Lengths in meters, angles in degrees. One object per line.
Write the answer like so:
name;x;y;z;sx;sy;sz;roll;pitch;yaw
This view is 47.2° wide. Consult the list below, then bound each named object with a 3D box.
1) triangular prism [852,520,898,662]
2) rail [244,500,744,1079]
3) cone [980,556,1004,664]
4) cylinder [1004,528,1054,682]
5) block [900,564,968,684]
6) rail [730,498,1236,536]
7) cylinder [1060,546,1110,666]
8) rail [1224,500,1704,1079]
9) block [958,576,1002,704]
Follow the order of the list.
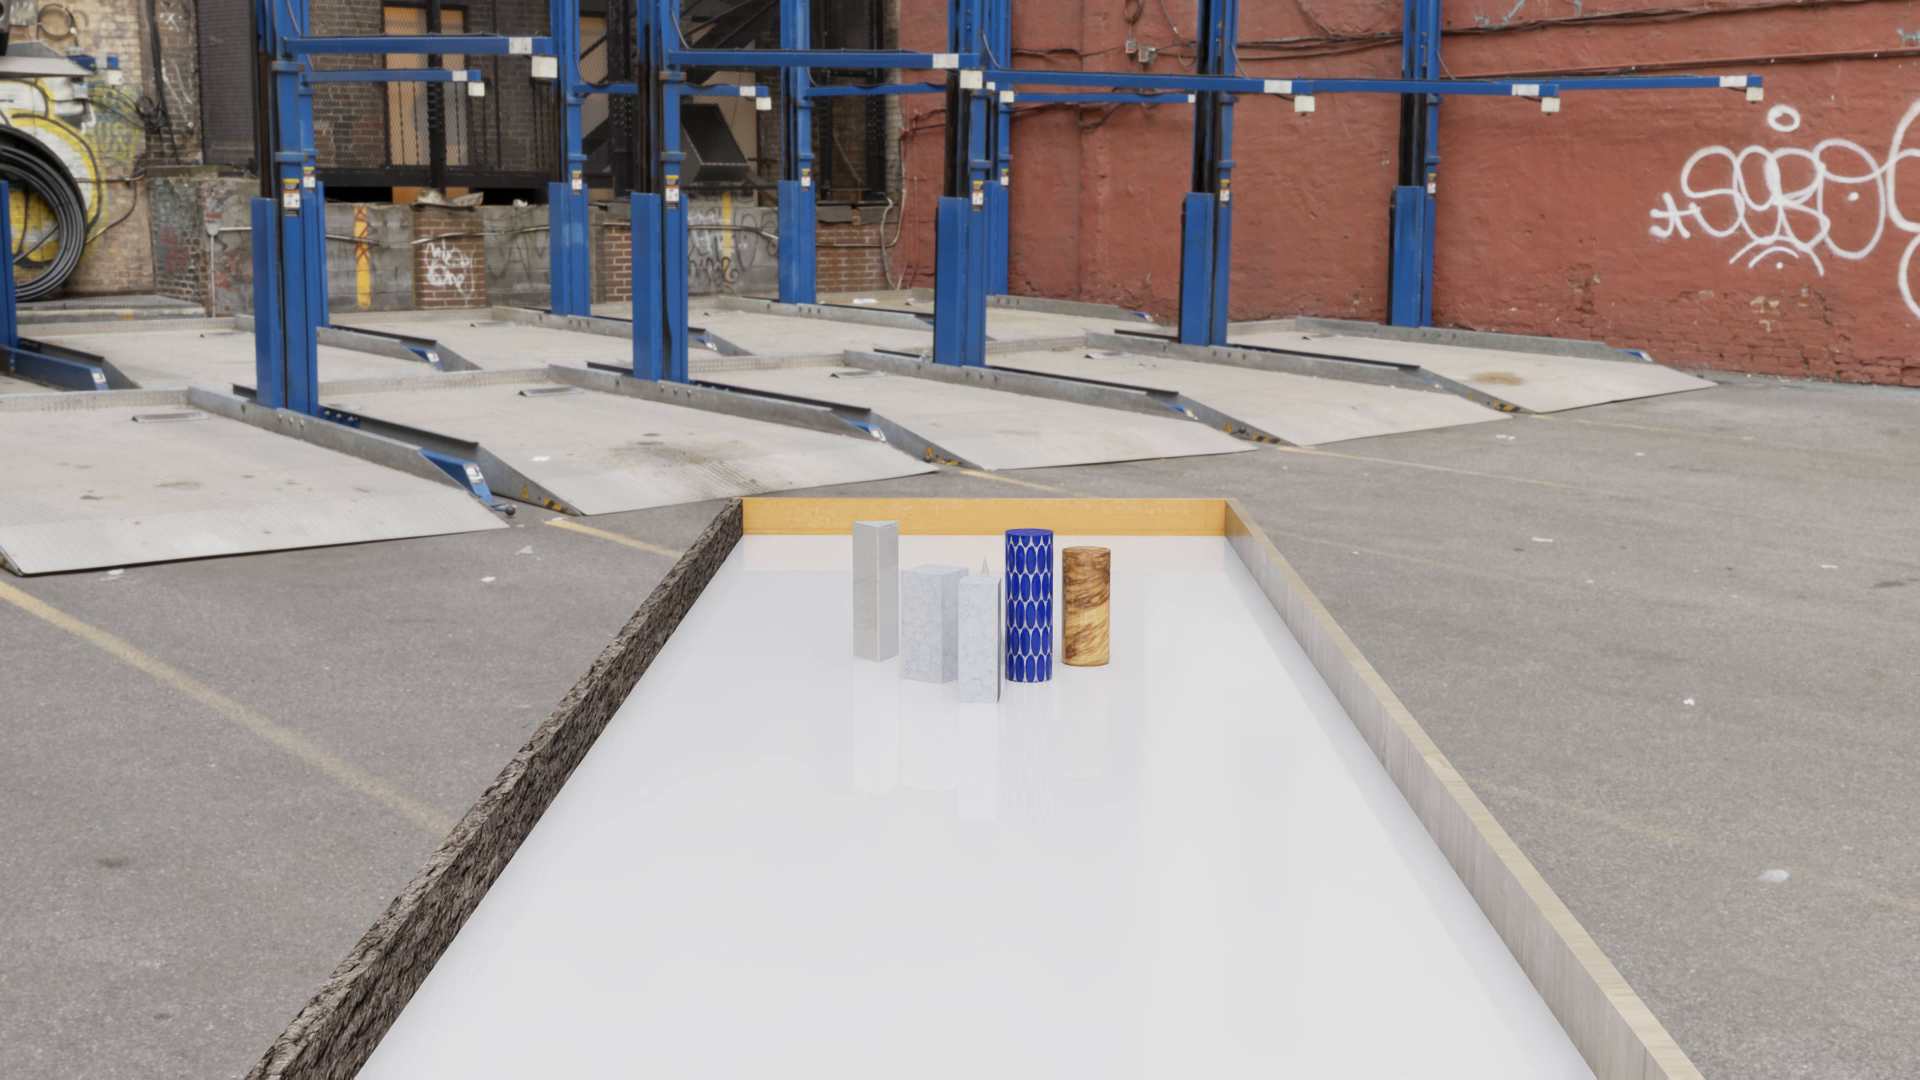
triangular prism;-0.238;0.152;6.721;0.119;0.416;0.137;-6;11;-35
rail;-1.004;0.839;3.234;0.050;0.150;12.000;0;9;1
cone;0.076;0.207;6.658;0.149;0.328;0.149;0;9;0
cylinder;0.201;0.190;6.427;0.141;0.432;0.141;0;9;0
block;-0.073;0.244;6.440;0.142;0.322;0.142;6;11;33
rail;0.099;-0.098;9.147;2.100;0.150;0.050;0;9;1
cylinder;0.380;0.200;6.651;0.148;0.344;0.148;0;9;0
rail;1.046;0.843;3.208;0.050;0.150;12.000;0;9;1
block;0.056;0.280;6.163;0.110;0.339;0.110;1;9;6
